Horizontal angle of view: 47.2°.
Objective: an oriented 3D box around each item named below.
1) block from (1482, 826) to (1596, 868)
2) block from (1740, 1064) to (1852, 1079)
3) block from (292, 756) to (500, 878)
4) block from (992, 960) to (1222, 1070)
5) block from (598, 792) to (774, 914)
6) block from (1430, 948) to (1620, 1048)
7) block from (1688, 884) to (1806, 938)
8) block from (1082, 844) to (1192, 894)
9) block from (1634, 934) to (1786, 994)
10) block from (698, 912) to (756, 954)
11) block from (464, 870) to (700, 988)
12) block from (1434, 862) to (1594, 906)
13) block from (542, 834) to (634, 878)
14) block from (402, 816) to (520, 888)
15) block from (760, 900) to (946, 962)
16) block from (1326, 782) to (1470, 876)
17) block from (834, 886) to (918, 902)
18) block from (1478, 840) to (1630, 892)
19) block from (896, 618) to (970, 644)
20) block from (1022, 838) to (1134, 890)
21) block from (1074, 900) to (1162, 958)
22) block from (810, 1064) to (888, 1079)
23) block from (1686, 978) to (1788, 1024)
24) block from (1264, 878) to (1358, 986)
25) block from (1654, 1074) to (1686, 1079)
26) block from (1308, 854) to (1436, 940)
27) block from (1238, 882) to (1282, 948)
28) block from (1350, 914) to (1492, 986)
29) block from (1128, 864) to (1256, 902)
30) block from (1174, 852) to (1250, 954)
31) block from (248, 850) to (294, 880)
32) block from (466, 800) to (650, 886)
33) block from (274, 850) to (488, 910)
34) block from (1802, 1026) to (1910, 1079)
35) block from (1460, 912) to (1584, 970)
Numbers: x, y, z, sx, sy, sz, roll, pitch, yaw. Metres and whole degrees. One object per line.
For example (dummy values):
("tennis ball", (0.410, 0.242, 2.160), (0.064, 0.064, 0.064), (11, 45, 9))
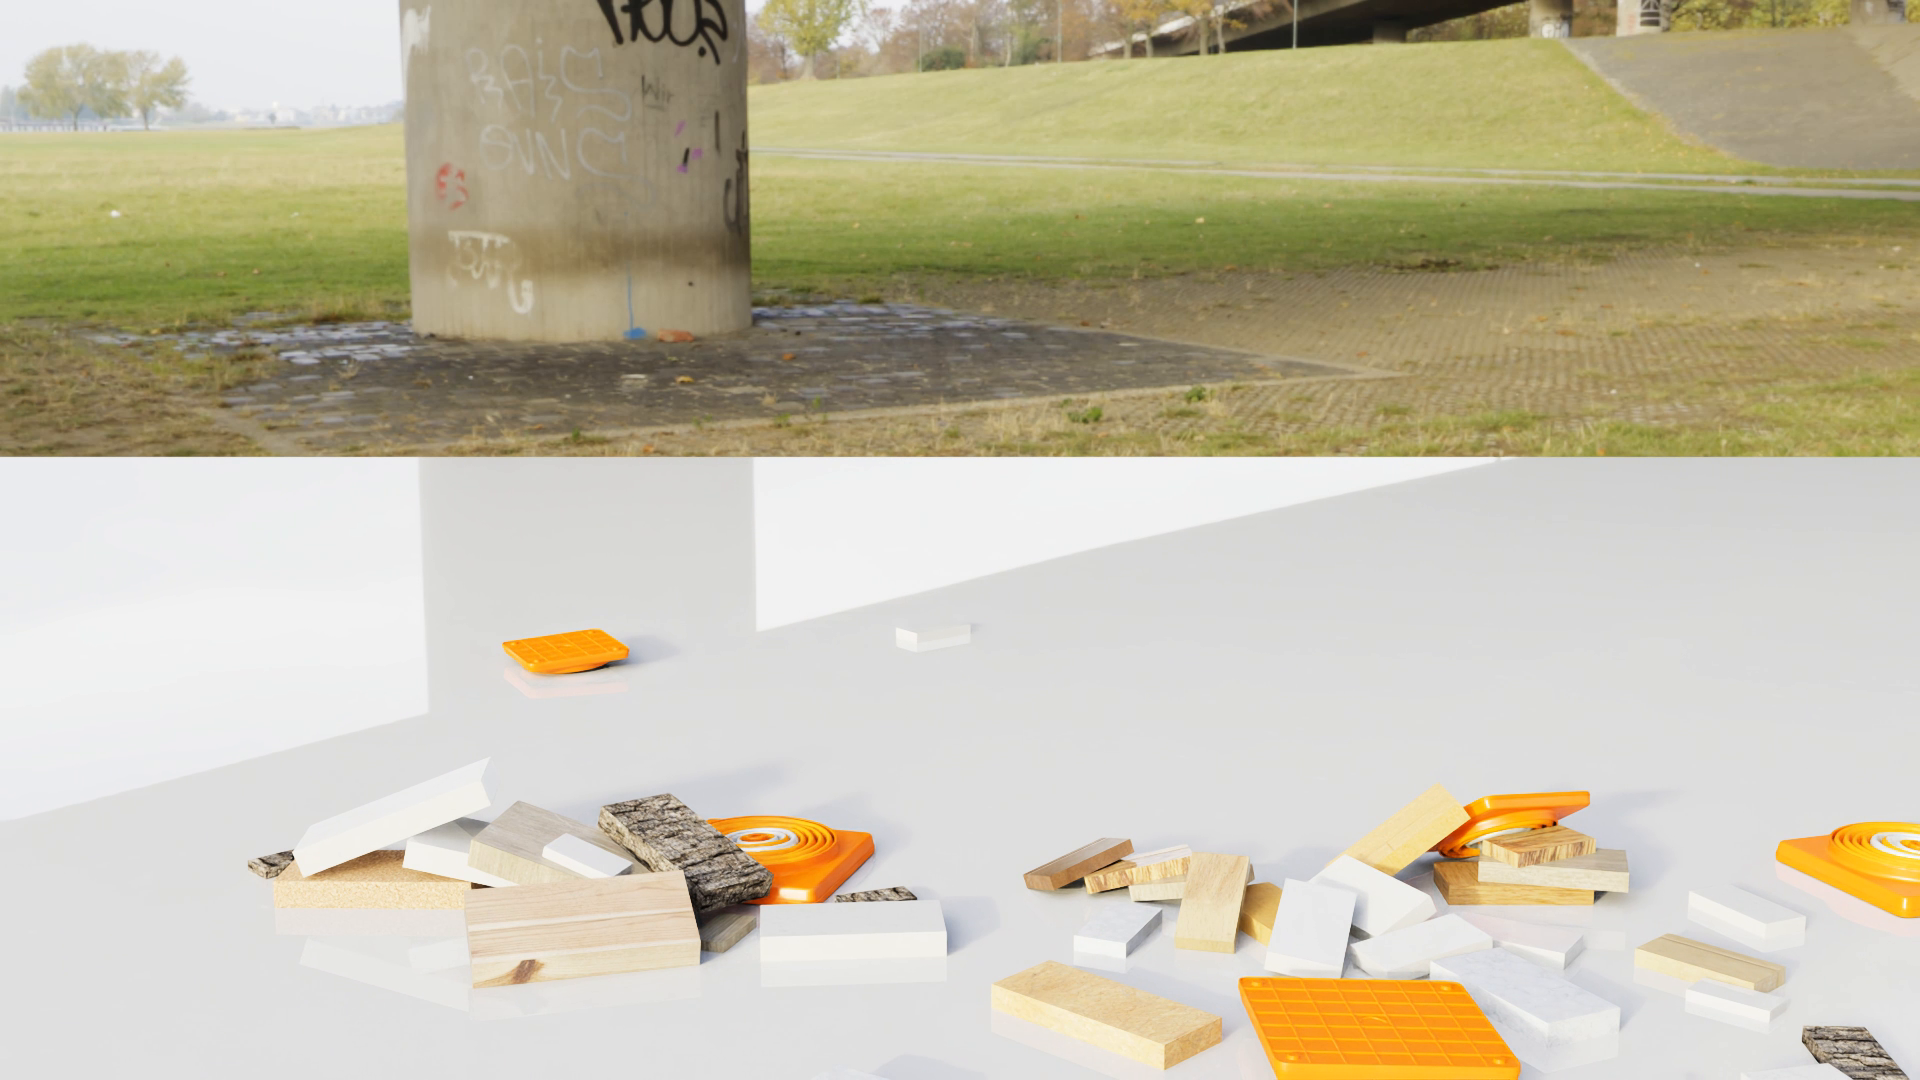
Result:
("block", (0.965, 0.510, 3.665), (0.169, 0.024, 0.085), (-6, 12, -27))
("block", (1.117, 0.737, 2.777), (0.130, 0.037, 0.260), (-3, 11, -13))
("block", (-0.937, 0.461, 3.674), (0.325, 0.046, 0.162), (-21, 10, -3))
("block", (0.205, 0.672, 3.127), (0.317, 0.037, 0.130), (10, 14, 42))
("block", (-0.452, 0.510, 3.610), (0.143, 0.040, 0.285), (-6, 28, -45))
("block", (0.815, 0.661, 3.188), (0.130, 0.037, 0.260), (-5, 12, -25))
("block", (1.271, 0.599, 3.555), (0.085, 0.024, 0.169), (-5, 12, -24))
("block", (0.298, 0.550, 3.682), (0.184, 0.026, 0.092), (-12, 4, -1))
("block", (1.129, 0.642, 3.314), (0.096, 0.027, 0.193), (-10, 14, -42))
("block", (-0.374, 0.619, 3.466), (0.061, 0.017, 0.121), (4, 11, 19))
("block", (-0.580, 0.593, 3.365), (0.338, 0.048, 0.169), (-3, 32, -16))
("block", (0.922, 0.573, 3.669), (0.238, 0.034, 0.119), (0, 11, 0))
("block", (-0.598, 0.513, 3.531), (0.129, 0.018, 0.064), (21, 20, 18))
("block", (-0.744, 0.531, 3.666), (0.325, 0.046, 0.162), (12, 11, -2))
("block", (-0.169, 0.611, 3.444), (0.285, 0.040, 0.143), (-1, 11, -5))
("block", (0.728, 0.504, 3.667), (0.238, 0.034, 0.119), (-37, 11, 3))
("block", (-0.138, 0.593, 3.607), (0.121, 0.017, 0.061), (-4, 11, -22))
("block", (0.985, 0.541, 3.657), (0.238, 0.034, 0.119), (3, 11, 14))
("block", (-0.067, 0.229, 5.548), (0.171, 0.024, 0.085), (-8, 13, -38))
("block", (0.200, 0.544, 3.701), (0.171, 0.024, 0.086), (-20, 5, -30))
("block", (0.251, 0.614, 3.472), (0.086, 0.024, 0.171), (5, 12, 24))
("block", (-0.183, 0.740, 2.750), (0.143, 0.040, 0.285), (7, 13, 33))
("block", (1.128, 0.669, 3.198), (0.124, 0.018, 0.062), (9, 14, 41))
("block", (0.541, 0.600, 3.379), (0.112, 0.032, 0.225), (11, 23, 12))
("block", (0.949, 0.732, 2.857), (0.062, 0.018, 0.124), (-4, 11, -21))
("block", (0.645, 0.578, 3.514), (0.112, 0.032, 0.225), (-33, 22, -17))
("block", (0.502, 0.603, 3.511), (0.113, 0.032, 0.225), (-4, 11, -23))
("block", (0.701, 0.622, 3.344), (0.193, 0.027, 0.096), (-12, 18, -23))
("block", (0.381, 0.563, 3.617), (0.185, 0.026, 0.092), (-10, 3, 35))
("block", (0.400, 0.571, 3.474), (0.092, 0.026, 0.184), (3, 38, 15))
("block", (-1.157, 0.556, 3.804), (0.129, 0.018, 0.064), (-10, 15, -44))
("block", (-0.607, 0.530, 3.578), (0.338, 0.048, 0.169), (18, 19, 10))
("block", (-0.958, 0.566, 3.673), (0.325, 0.046, 0.162), (0, 11, 1))
("block", (1.213, 0.706, 2.978), (0.085, 0.024, 0.184), (1, 11, 3))
("block", (0.859, 0.622, 3.420), (0.193, 0.027, 0.096), (7, 12, 32))
